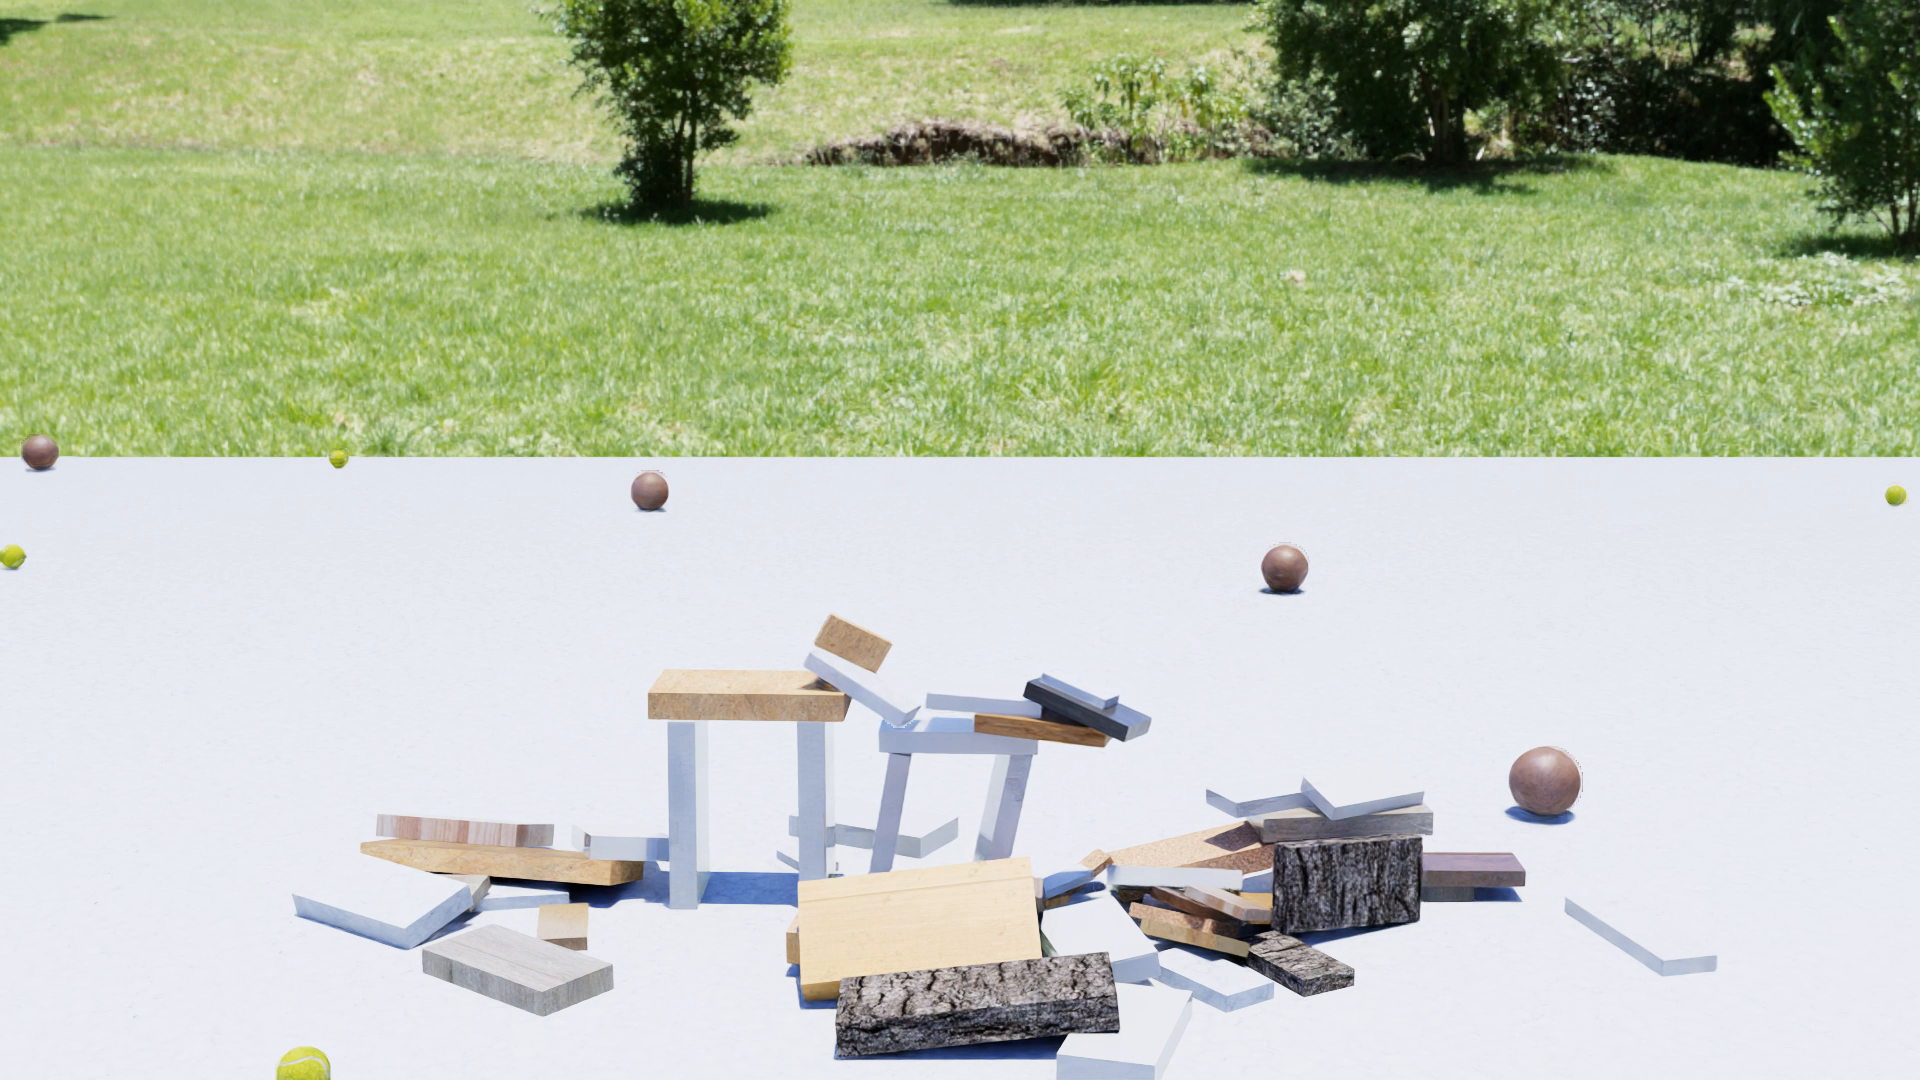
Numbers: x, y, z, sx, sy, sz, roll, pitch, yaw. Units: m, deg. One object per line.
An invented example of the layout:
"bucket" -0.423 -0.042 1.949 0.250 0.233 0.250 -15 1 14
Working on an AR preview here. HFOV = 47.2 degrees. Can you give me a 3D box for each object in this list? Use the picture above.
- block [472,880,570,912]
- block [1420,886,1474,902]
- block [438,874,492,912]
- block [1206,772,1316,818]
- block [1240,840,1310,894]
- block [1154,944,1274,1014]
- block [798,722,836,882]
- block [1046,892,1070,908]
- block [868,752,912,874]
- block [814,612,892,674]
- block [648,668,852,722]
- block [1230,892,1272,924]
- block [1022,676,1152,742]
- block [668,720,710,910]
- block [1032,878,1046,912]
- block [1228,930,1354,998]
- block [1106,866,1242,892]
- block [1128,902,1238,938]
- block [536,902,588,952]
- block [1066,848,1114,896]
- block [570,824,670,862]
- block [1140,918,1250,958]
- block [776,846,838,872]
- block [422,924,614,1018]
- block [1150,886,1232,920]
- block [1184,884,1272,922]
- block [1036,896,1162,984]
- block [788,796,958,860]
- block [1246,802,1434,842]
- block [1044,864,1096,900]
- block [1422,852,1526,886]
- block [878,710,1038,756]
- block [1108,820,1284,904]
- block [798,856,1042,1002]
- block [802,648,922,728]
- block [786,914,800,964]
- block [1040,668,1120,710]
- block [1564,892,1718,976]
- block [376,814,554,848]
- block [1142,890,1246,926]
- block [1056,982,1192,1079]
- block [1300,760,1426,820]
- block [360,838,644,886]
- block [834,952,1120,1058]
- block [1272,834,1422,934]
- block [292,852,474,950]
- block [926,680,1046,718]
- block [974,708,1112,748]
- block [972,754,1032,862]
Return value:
"block" -0.725 0.586 3.632 0.156 0.022 0.078 -2 11 -11
"block" 0.750 0.576 3.671 0.193 0.027 0.096 0 11 -1
"block" -0.854 0.577 3.591 0.156 0.022 0.078 -2 24 17
"block" 0.515 0.425 3.666 0.187 0.027 0.094 -6 12 -25
"block" 0.581 0.531 3.665 0.283 0.040 0.142 -14 11 -1
"block" 0.368 0.651 3.270 0.094 0.027 0.187 -8 13 -35
"block" -0.237 0.434 3.642 0.045 0.317 0.158 0 11 2
"block" 0.132 0.587 3.647 0.048 0.014 0.095 -9 14 -39
"block" -0.118 0.462 3.645 0.037 0.258 0.129 10 10 -2
"block" -0.176 0.170 3.620 0.116 0.058 0.016 27 11 -18
"block" -0.342 0.255 3.616 0.317 0.045 0.158 1 11 2
"block" 0.494 0.587 3.500 0.184 0.026 0.092 9 3 -39
"block" 0.204 0.267 3.513 0.187 0.027 0.094 23 15 25
"block" -0.449 0.434 3.642 0.045 0.317 0.158 1 11 1
"block" 0.079 0.562 3.464 0.107 0.030 0.213 3 -18 5
"block" 0.501 0.640 3.329 0.094 0.027 0.187 -6 12 -28
"block" 0.343 0.547 3.542 0.213 0.030 0.107 2 -13 4
"block" 0.352 0.599 3.459 0.156 0.022 0.078 5 -11 42
"block" -0.629 0.613 3.482 0.078 0.022 0.156 -2 11 -9
"block" 0.208 0.556 3.685 0.095 0.014 0.048 -36 22 -15
"block" -0.579 0.516 3.757 0.137 0.039 0.274 4 -4 -16
"block" 0.359 0.610 3.375 0.078 0.022 0.156 21 -12 -40
"block" -0.265 0.555 3.812 0.058 0.016 0.116 -7 13 -33
"block" -0.663 0.641 3.289 0.274 0.039 0.137 8 13 38
"block" 0.363 0.569 3.447 0.063 0.018 0.126 11 1 -33
"block" 0.414 0.562 3.404 0.063 0.018 0.126 11 3 -40
"block" 0.204 0.615 3.349 0.134 0.038 0.267 -11 10 -9
"block" -0.156 0.516 3.963 0.274 0.039 0.137 6 12 28
"block" 0.630 0.457 3.669 0.284 0.040 0.142 -2 11 -5
"block" 0.171 0.565 3.638 0.095 0.014 0.048 -18 17 -22
"block" 0.835 0.549 3.667 0.193 0.027 0.096 0 11 1
"block" 0.000 0.316 3.616 0.258 0.037 0.129 1 11 3
"block" 0.395 0.531 3.671 0.283 0.040 0.142 -13 11 1
"block" -0.060 0.573 3.249 0.350 0.050 0.175 -7 48 1
"block" -0.160 0.237 3.582 0.187 0.027 0.094 32 11 9
"block" -0.075 0.600 3.359 0.350 0.050 0.175 1 11 8
"block" 0.192 0.237 3.526 0.116 0.016 0.058 23 15 23
"block" 1.065 0.617 3.453 0.092 0.026 0.288 -3 11 -14
"block" -0.869 0.510 3.868 0.274 0.039 0.137 2 -6 18
"block" 0.379 0.590 3.526 0.163 0.018 0.063 10 -2 17
"block" 0.231 0.686 3.051 0.134 0.038 0.267 3 11 16
"block" 0.667 0.414 3.641 0.184 0.026 0.092 -6 30 -27
"block" -0.774 0.542 3.712 0.458 0.039 0.137 2 -4 15
"block" 0.024 0.650 3.088 0.387 0.050 0.175 -6 9 1
"block" 0.615 0.542 3.482 0.270 0.134 0.038 0 2 -30
"block" -0.930 0.578 3.538 0.274 0.039 0.137 7 27 35
"block" 0.043 0.257 3.572 0.187 0.027 0.094 4 11 7
"block" 0.139 0.295 3.551 0.213 0.030 0.107 6 11 14
"block" 0.067 0.462 3.648 0.037 0.258 0.129 11 9 -8
